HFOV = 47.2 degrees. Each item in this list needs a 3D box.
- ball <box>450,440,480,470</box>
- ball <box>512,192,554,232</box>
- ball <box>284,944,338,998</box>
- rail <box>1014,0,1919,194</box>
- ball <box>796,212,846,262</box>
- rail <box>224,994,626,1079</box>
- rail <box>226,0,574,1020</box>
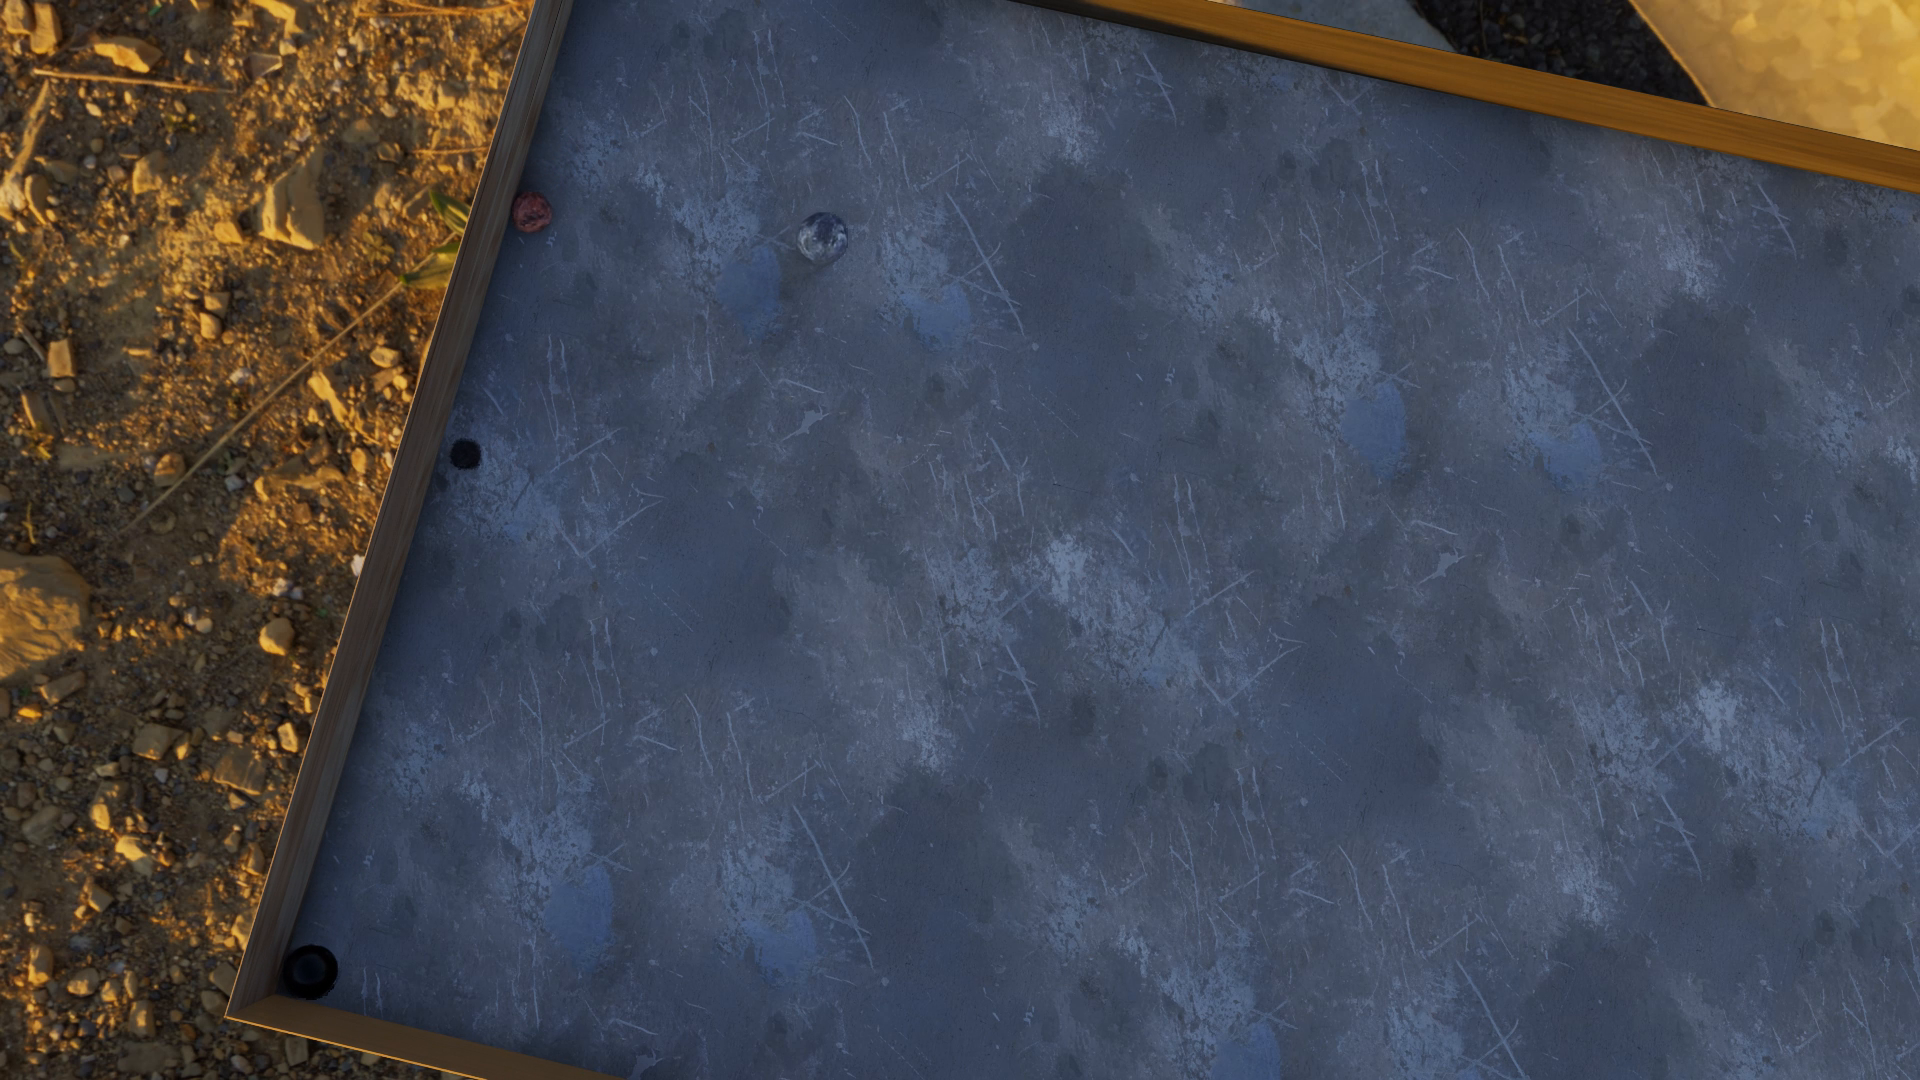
[{"bbox_3d":[-0.759,-0.130,3.373,0.045,0.045,0.045,0,76,0],"label":"ball"},{"bbox_3d":[-0.672,-0.515,3.456,0.065,0.065,0.065,0,76,0],"label":"ball"},{"bbox_3d":[-0.936,0.622,3.174,0.075,0.075,0.075,0,76,0],"label":"ball"},{"bbox_3d":[1.032,-0.672,3.475,3.397,0.100,0.045,13,77,3],"label":"rail"},{"bbox_3d":[-0.217,-0.473,3.440,0.077,0.077,0.077,0,76,0],"label":"ball"},{"bbox_3d":[0.622,1.037,3.060,3.397,0.100,0.045,13,77,3],"label":"rail"},{"bbox_3d":[-0.804,-0.187,3.357,0.045,0.100,1.853,13,77,3],"label":"rail"}]
